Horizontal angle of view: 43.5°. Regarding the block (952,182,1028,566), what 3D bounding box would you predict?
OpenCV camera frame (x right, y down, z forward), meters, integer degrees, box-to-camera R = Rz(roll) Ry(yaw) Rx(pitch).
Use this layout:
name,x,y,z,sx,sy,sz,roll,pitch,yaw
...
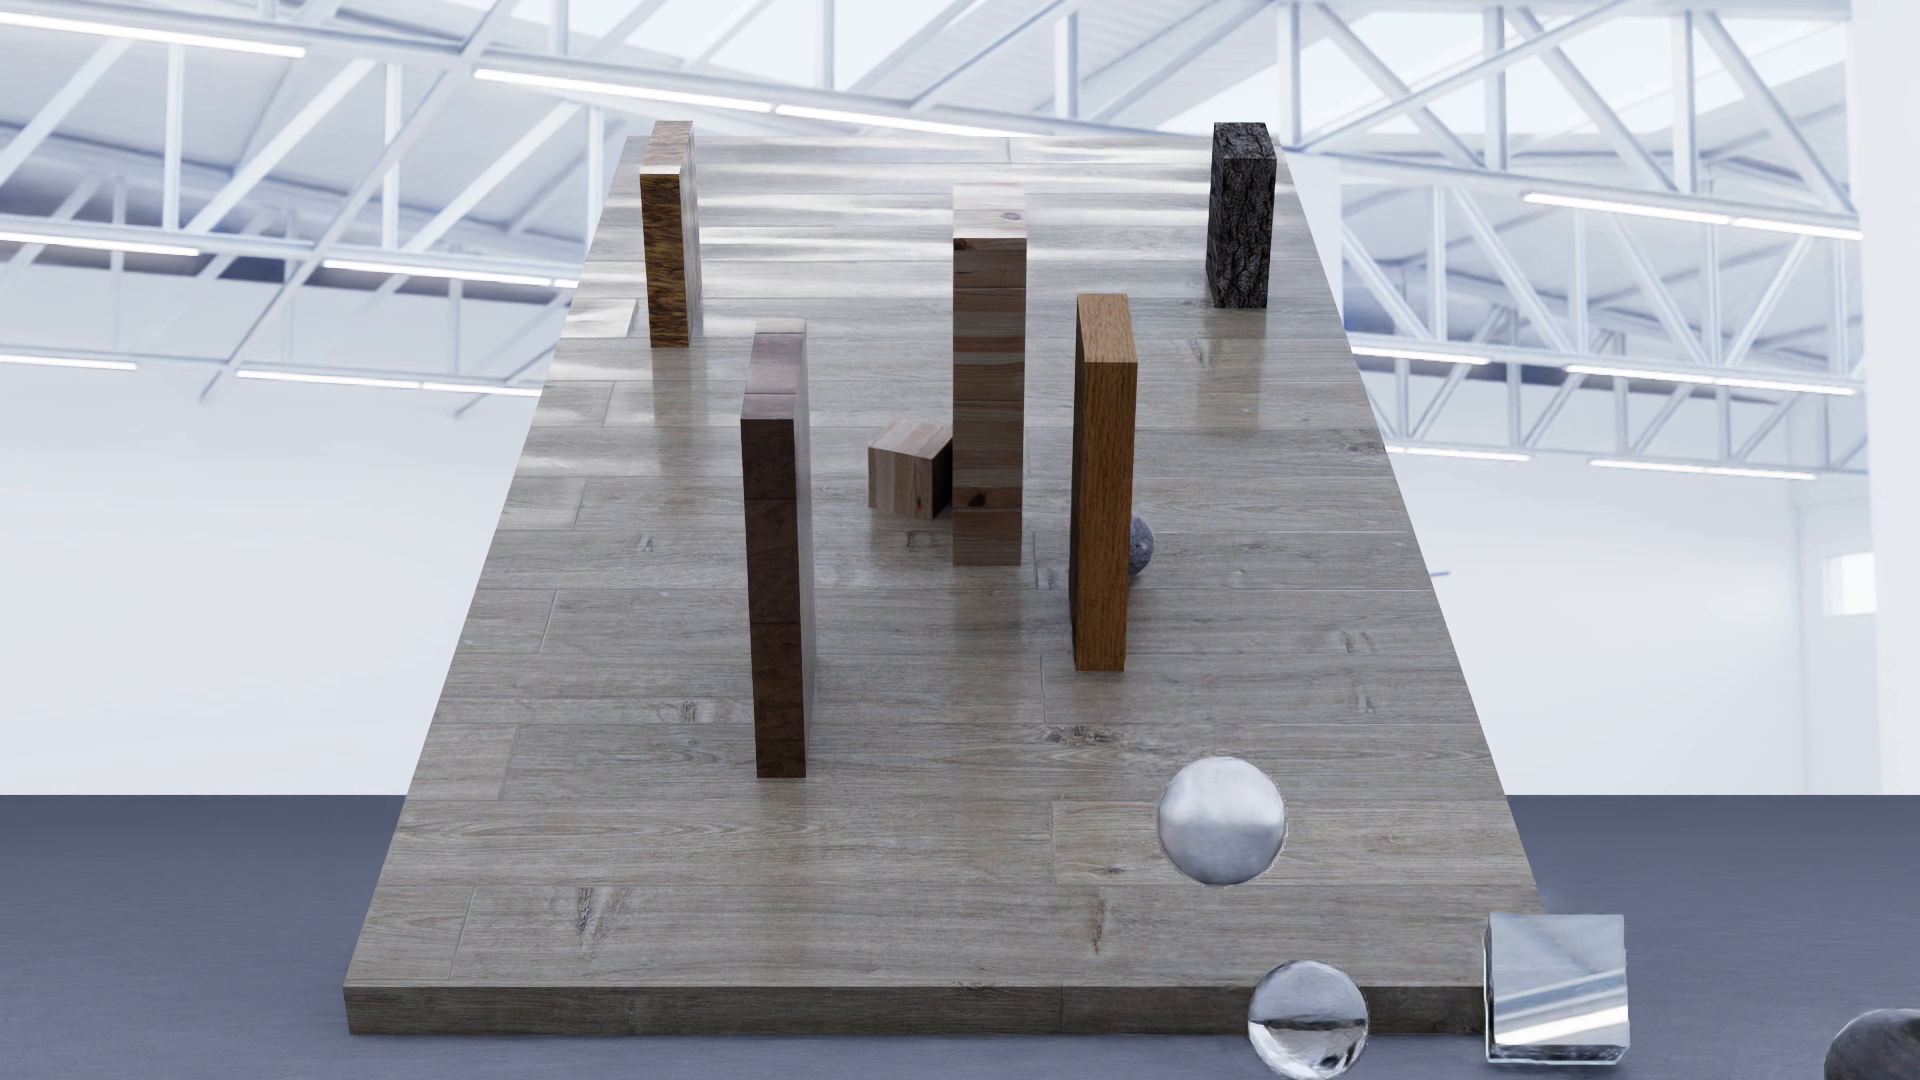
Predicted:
name,x,y,z,sx,sy,sz,roll,pitch,yaw
block,0.058,-0.344,5.057,0.146,0.746,0.299,0,29,0

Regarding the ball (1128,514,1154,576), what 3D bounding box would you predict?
name,x,y,z,sx,sy,sz,roll,pitch,yaw
ball,0.337,0.010,5.048,0.139,0.139,0.139,0,-6,0

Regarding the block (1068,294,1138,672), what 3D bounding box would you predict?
name,x,y,z,sx,sy,sz,roll,pitch,yaw
block,0.276,-0.111,4.721,0.097,0.672,0.314,0,29,0

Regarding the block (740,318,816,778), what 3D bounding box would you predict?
name,x,y,z,sx,sy,sz,roll,pitch,yaw
block,-0.328,0.015,4.427,0.090,0.737,0.414,0,29,0

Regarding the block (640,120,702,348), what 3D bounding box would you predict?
name,x,y,z,sx,sy,sz,roll,pitch,yaw
block,-0.730,-0.779,6.108,0.096,0.462,0.379,0,29,0

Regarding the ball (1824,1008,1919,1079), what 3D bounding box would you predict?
name,x,y,z,sx,sy,sz,roll,pitch,yaw
ball,1.050,0.604,2.695,0.158,0.158,0.158,0,-6,0

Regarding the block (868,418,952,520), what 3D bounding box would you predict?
name,x,y,z,sx,sy,sz,roll,pitch,yaw
block,-0.102,-0.157,5.327,0.153,0.153,0.153,12,32,20

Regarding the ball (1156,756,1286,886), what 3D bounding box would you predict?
name,x,y,z,sx,sy,sz,roll,pitch,yaw
ball,0.412,0.443,3.798,0.204,0.204,0.204,0,-6,0

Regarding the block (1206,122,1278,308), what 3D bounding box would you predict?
name,x,y,z,sx,sy,sz,roll,pitch,yaw
block,0.732,-0.850,6.294,0.134,0.412,0.270,0,29,0

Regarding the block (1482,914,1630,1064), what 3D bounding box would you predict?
name,x,y,z,sx,sy,sz,roll,pitch,yaw
block,0.859,0.651,3.482,0.184,0.184,0.184,-1,-20,8

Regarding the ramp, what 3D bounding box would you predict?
name,x,y,z,sx,sy,sz,roll,pitch,yaw
ramp,-0.013,-0.214,5.684,2.000,0.100,4.000,0,29,0

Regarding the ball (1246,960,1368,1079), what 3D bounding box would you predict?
name,x,y,z,sx,sy,sz,roll,pitch,yaw
ball,0.480,0.664,3.328,0.166,0.166,0.166,0,-6,0
